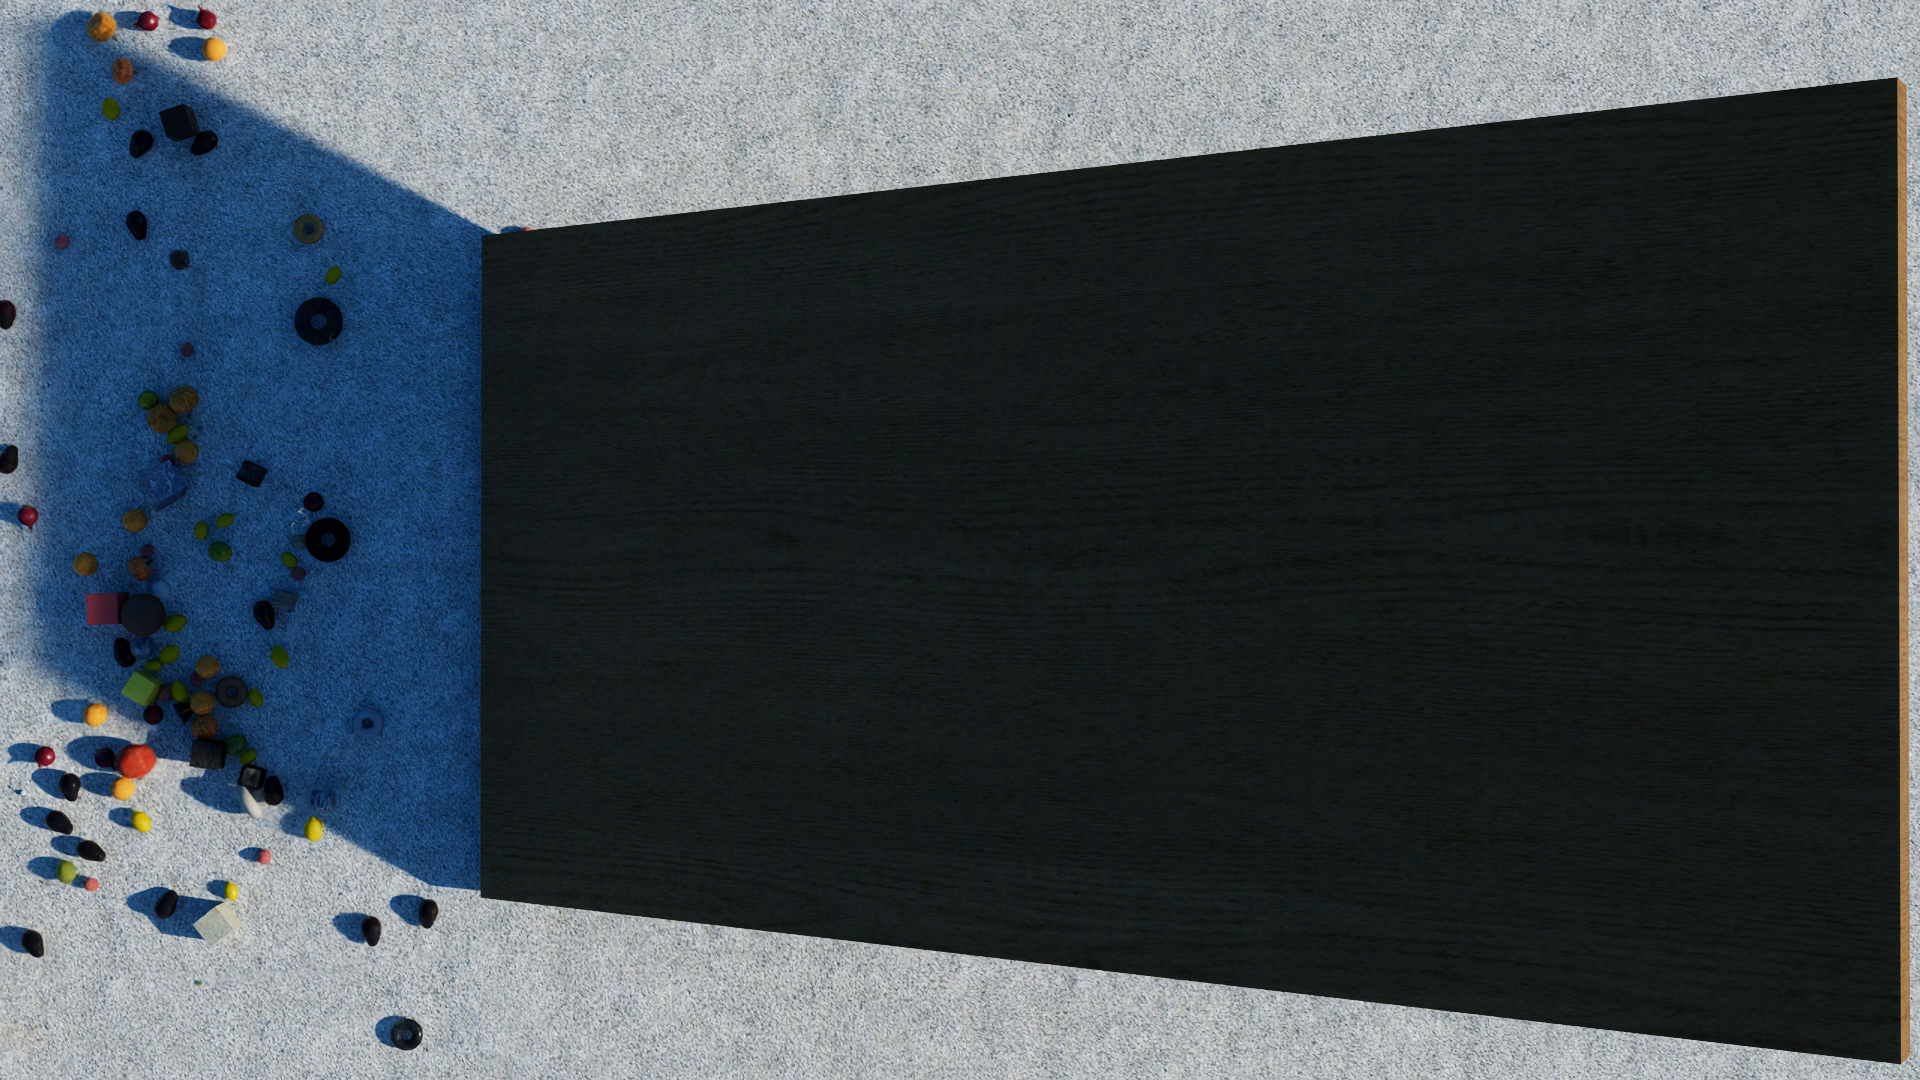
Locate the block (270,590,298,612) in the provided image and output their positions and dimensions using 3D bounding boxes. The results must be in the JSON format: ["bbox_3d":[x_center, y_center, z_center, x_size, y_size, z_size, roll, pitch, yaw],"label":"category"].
[{"bbox_3d":[-2.057,0.186,6.696,0.057,0.057,0.057,15,90,0],"label":"block"}]

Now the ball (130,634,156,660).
[{"bbox_3d":[-2.485,0.324,6.686,0.075,0.075,0.075,0,90,0],"label":"ball"}]

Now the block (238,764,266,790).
[{"bbox_3d":[-2.153,0.720,6.690,0.060,0.060,0.060,17,90,0],"label":"block"}]

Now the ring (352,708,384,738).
[{"bbox_3d":[-1.806,0.559,6.706,0.094,0.031,0.094,0,90,-1],"label":"ring"}]

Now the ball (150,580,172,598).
[{"bbox_3d":[-2.432,0.149,6.695,0.060,0.060,0.060,0,90,0],"label":"ball"}]

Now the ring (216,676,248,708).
[{"bbox_3d":[-2.222,0.463,6.706,0.098,0.033,0.098,0,90,-1],"label":"ring"}]

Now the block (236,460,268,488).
[{"bbox_3d":[-2.157,-0.202,6.698,0.060,0.060,0.060,27,90,0],"label":"block"}]

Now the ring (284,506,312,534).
[{"bbox_3d":[-2.018,-0.058,6.712,0.087,0.029,0.087,0,90,-1],"label":"ring"}]

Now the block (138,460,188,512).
[{"bbox_3d":[-2.415,-0.163,6.660,0.098,0.098,0.098,-36,90,-30],"label":"block"}]

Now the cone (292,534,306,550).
[{"bbox_3d":[-2.019,0.004,6.699,0.053,0.053,0.053,0,90,0],"label":"cone"}]

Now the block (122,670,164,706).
[{"bbox_3d":[-2.483,0.450,6.683,0.077,0.077,0.077,32,90,0],"label":"block"}]

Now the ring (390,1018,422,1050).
[{"bbox_3d":[-1.684,1.506,6.697,0.098,0.033,0.098,0,91,1],"label":"ring"}]

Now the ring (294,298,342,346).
[{"bbox_3d":[-1.956,-0.667,6.707,0.147,0.049,0.147,0,89,-1],"label":"ring"}]

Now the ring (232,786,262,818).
[{"bbox_3d":[-2.160,0.795,6.667,0.039,0.117,0.117,-37,90,-19],"label":"ring"}]

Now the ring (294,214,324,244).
[{"bbox_3d":[-1.990,-0.950,6.719,0.094,0.031,0.094,0,90,1],"label":"ring"}]

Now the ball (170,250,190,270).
[{"bbox_3d":[-2.379,-0.853,6.705,0.056,0.056,0.056,0,90,0],"label":"ball"}]

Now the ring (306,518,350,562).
[{"bbox_3d":[-1.927,0.000,6.704,0.136,0.045,0.136,0,90,-1],"label":"ring"}]

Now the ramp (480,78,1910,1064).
[{"bbox_3d":[0.255,0.070,5.590,4.000,0.100,2.000,0,89,33],"label":"ramp"}]

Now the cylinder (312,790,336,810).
[{"bbox_3d":[-1.937,0.790,6.688,0.062,0.062,0.062,4,90,-9],"label":"cylinder"}]

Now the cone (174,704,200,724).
[{"bbox_3d":[-2.349,0.515,6.706,0.071,0.071,0.071,-30,90,-27],"label":"cone"}]

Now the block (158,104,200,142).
[{"bbox_3d":[-2.375,-1.270,6.697,0.080,0.080,0.080,-18,90,0],"label":"block"}]

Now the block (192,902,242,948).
[{"bbox_3d":[-2.252,1.166,6.672,0.088,0.088,0.088,-39,90,0],"label":"block"}]

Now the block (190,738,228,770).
[{"bbox_3d":[-2.283,0.650,6.680,0.080,0.080,0.080,8,90,0],"label":"block"}]

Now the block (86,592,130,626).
[{"bbox_3d":[-2.587,0.208,6.677,0.094,0.094,0.094,-3,90,0],"label":"block"}]
